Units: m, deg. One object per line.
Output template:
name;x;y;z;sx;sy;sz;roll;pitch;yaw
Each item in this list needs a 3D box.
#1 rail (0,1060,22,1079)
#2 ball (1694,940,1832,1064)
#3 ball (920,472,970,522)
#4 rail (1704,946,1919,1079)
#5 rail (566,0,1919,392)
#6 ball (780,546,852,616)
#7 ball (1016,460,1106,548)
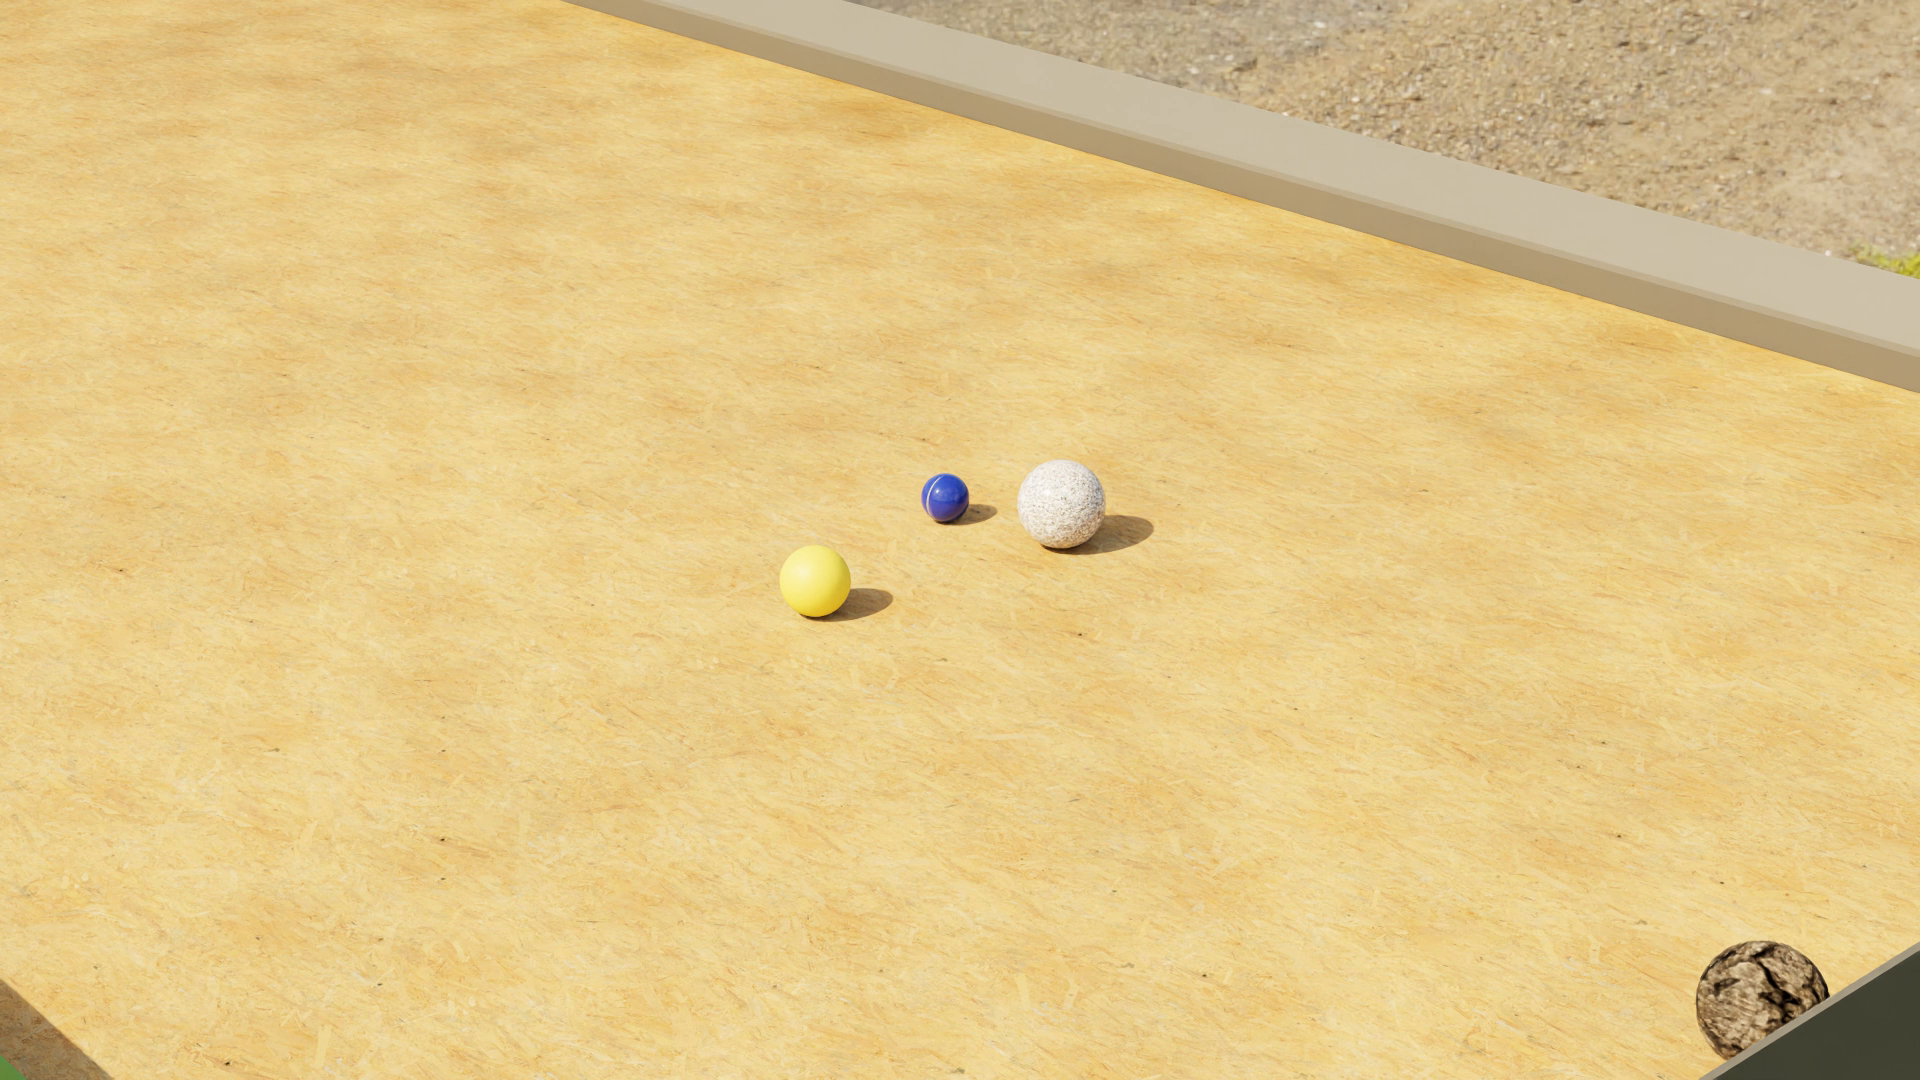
rail;-1.333;-0.045;2.441;0.045;0.108;3.730;-19;29;-38
ball;0.471;0.274;1.727;0.078;0.078;0.078;0;23;0
ball;-0.013;-0.036;2.506;0.042;0.042;0.042;0;23;0
rail;0.603;0.244;1.755;1.956;0.108;0.045;-19;29;-38
rail;0.095;-0.538;3.607;0.045;0.108;3.730;-19;29;-38
ball;-0.114;0.032;2.325;0.057;0.057;0.057;0;23;0
ball;0.085;-0.030;2.450;0.075;0.075;0.075;0;23;0
